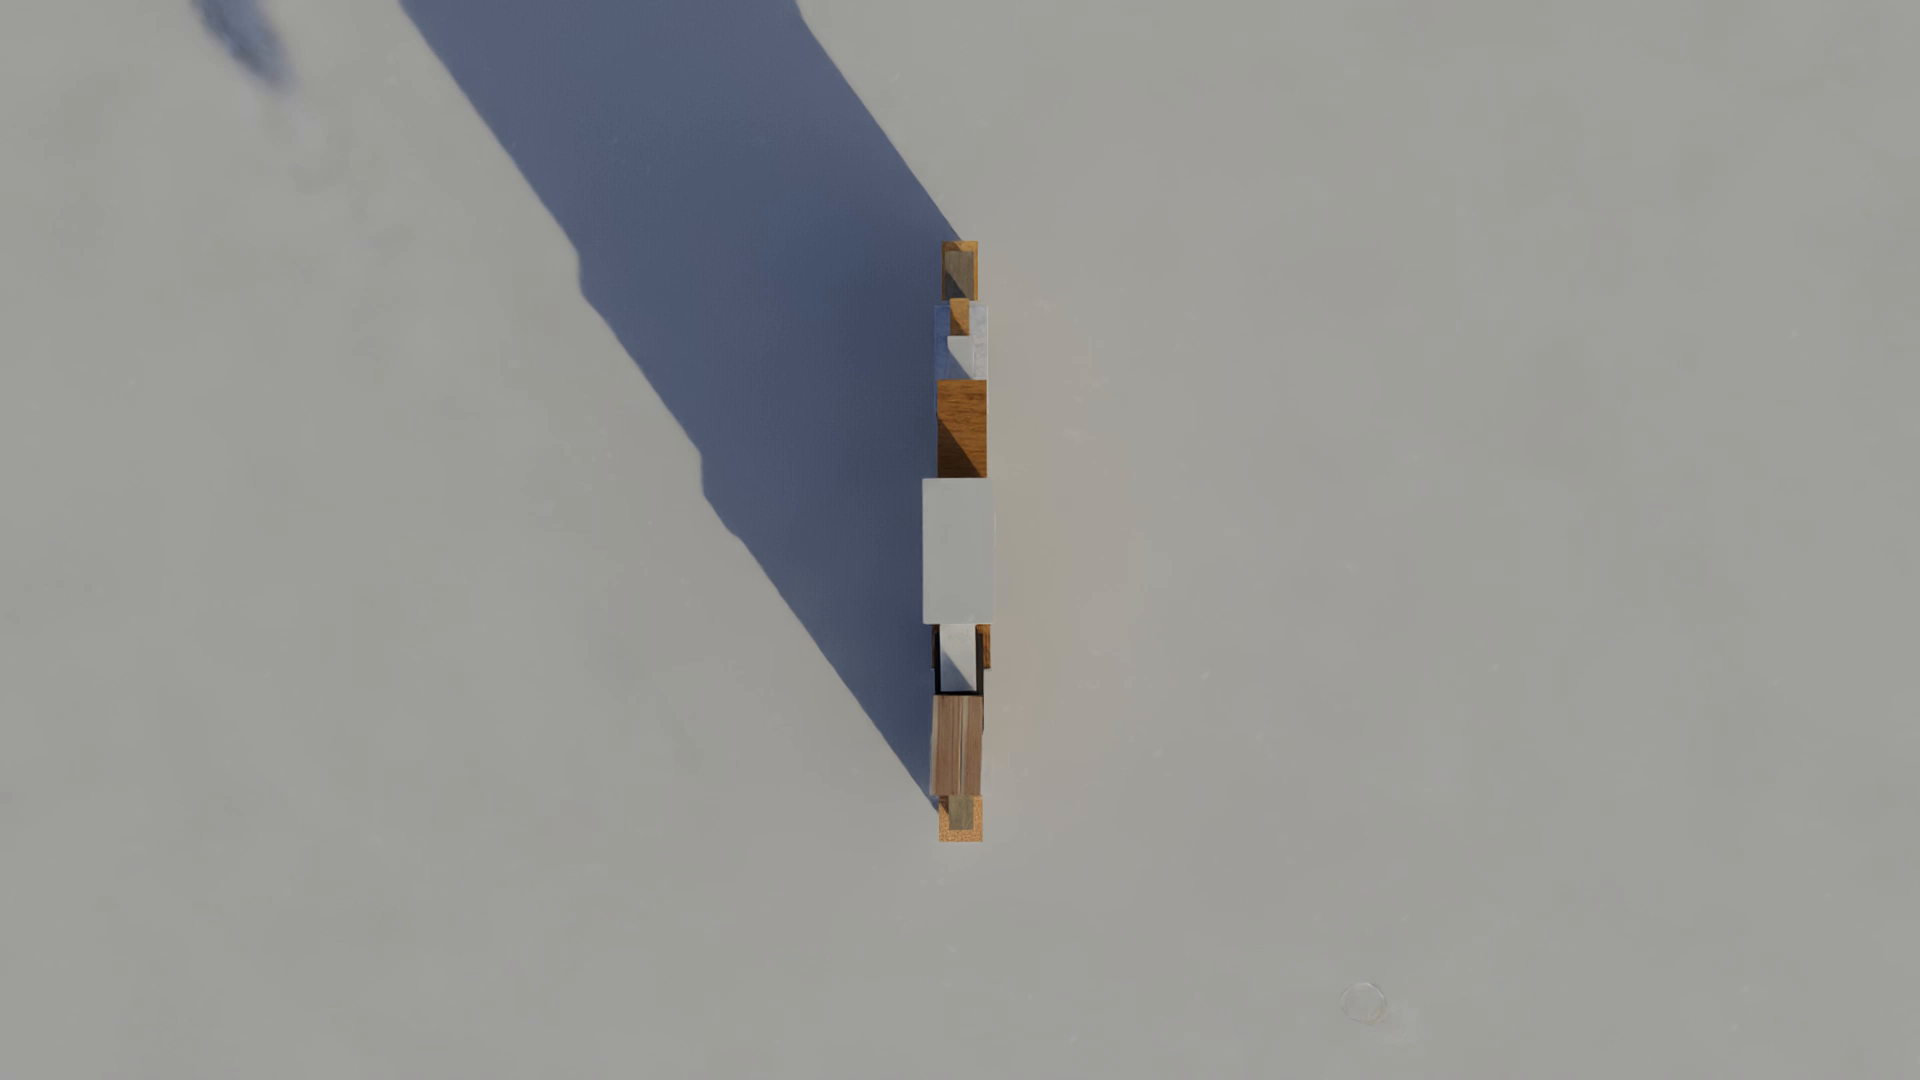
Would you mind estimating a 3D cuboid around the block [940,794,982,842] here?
[{"bbox_3d":[0.003,0.812,5.207,0.137,0.039,0.274,0,90,0],"label":"block"}]

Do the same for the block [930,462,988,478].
[{"bbox_3d":[-0.002,-0.050,4.387,0.156,0.044,0.312,0,90,0],"label":"block"}]

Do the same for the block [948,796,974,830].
[{"bbox_3d":[0.003,0.807,5.027,0.075,0.021,0.150,0,90,0],"label":"block"}]

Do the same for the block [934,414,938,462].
[{"bbox_3d":[-0.004,-0.270,4.921,0.152,0.043,0.304,0,90,0],"label":"block"}]

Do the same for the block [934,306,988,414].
[{"bbox_3d":[0.003,-0.492,4.518,0.146,0.041,0.292,0,90,0],"label":"block"}]

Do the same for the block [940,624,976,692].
[{"bbox_3d":[-0.005,0.295,4.210,0.090,0.026,0.181,-1,90,0],"label":"block"}]

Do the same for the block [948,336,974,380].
[{"bbox_3d":[0.001,-0.469,4.352,0.068,0.019,0.136,0,90,0],"label":"block"}]

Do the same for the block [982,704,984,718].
[{"bbox_3d":[-0.004,0.433,4.279,0.124,0.248,0.035,-1,89,0],"label":"block"}]

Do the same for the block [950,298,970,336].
[{"bbox_3d":[-0.001,-0.592,4.389,0.050,0.014,0.101,0,90,0],"label":"block"}]

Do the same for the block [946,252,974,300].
[{"bbox_3d":[-0.001,-0.794,5.048,0.088,0.025,0.176,0,90,0],"label":"block"}]

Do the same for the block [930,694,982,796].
[{"bbox_3d":[-0.008,0.514,4.136,0.124,0.035,0.248,1,89,0],"label":"block"}]

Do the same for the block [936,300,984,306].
[{"bbox_3d":[-0.001,-0.564,4.850,0.137,0.039,0.274,0,90,0],"label":"block"}]

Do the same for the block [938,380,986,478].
[{"bbox_3d":[0.005,-0.275,4.104,0.121,0.034,0.243,0,90,0],"label":"block"}]

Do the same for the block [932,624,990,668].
[{"bbox_3d":[0.003,0.201,4.745,0.168,0.048,0.336,0,90,0],"label":"block"}]

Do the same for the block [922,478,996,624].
[{"bbox_3d":[-0.002,0.026,3.990,0.175,0.050,0.350,0,90,0],"label":"block"}]

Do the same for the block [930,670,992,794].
[{"bbox_3d":[0.004,0.550,4.727,0.176,0.050,0.353,0,90,0],"label":"block"}]

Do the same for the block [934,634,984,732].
[{"bbox_3d":[-0.002,0.382,4.422,0.131,0.037,0.261,0,90,0],"label":"block"}]

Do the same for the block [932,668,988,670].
[{"bbox_3d":[-0.003,0.497,5.129,0.173,0.049,0.346,0,90,0],"label":"block"}]

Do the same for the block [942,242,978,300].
[{"bbox_3d":[0.000,-0.834,5.253,0.115,0.033,0.230,0,90,0],"label":"block"}]
